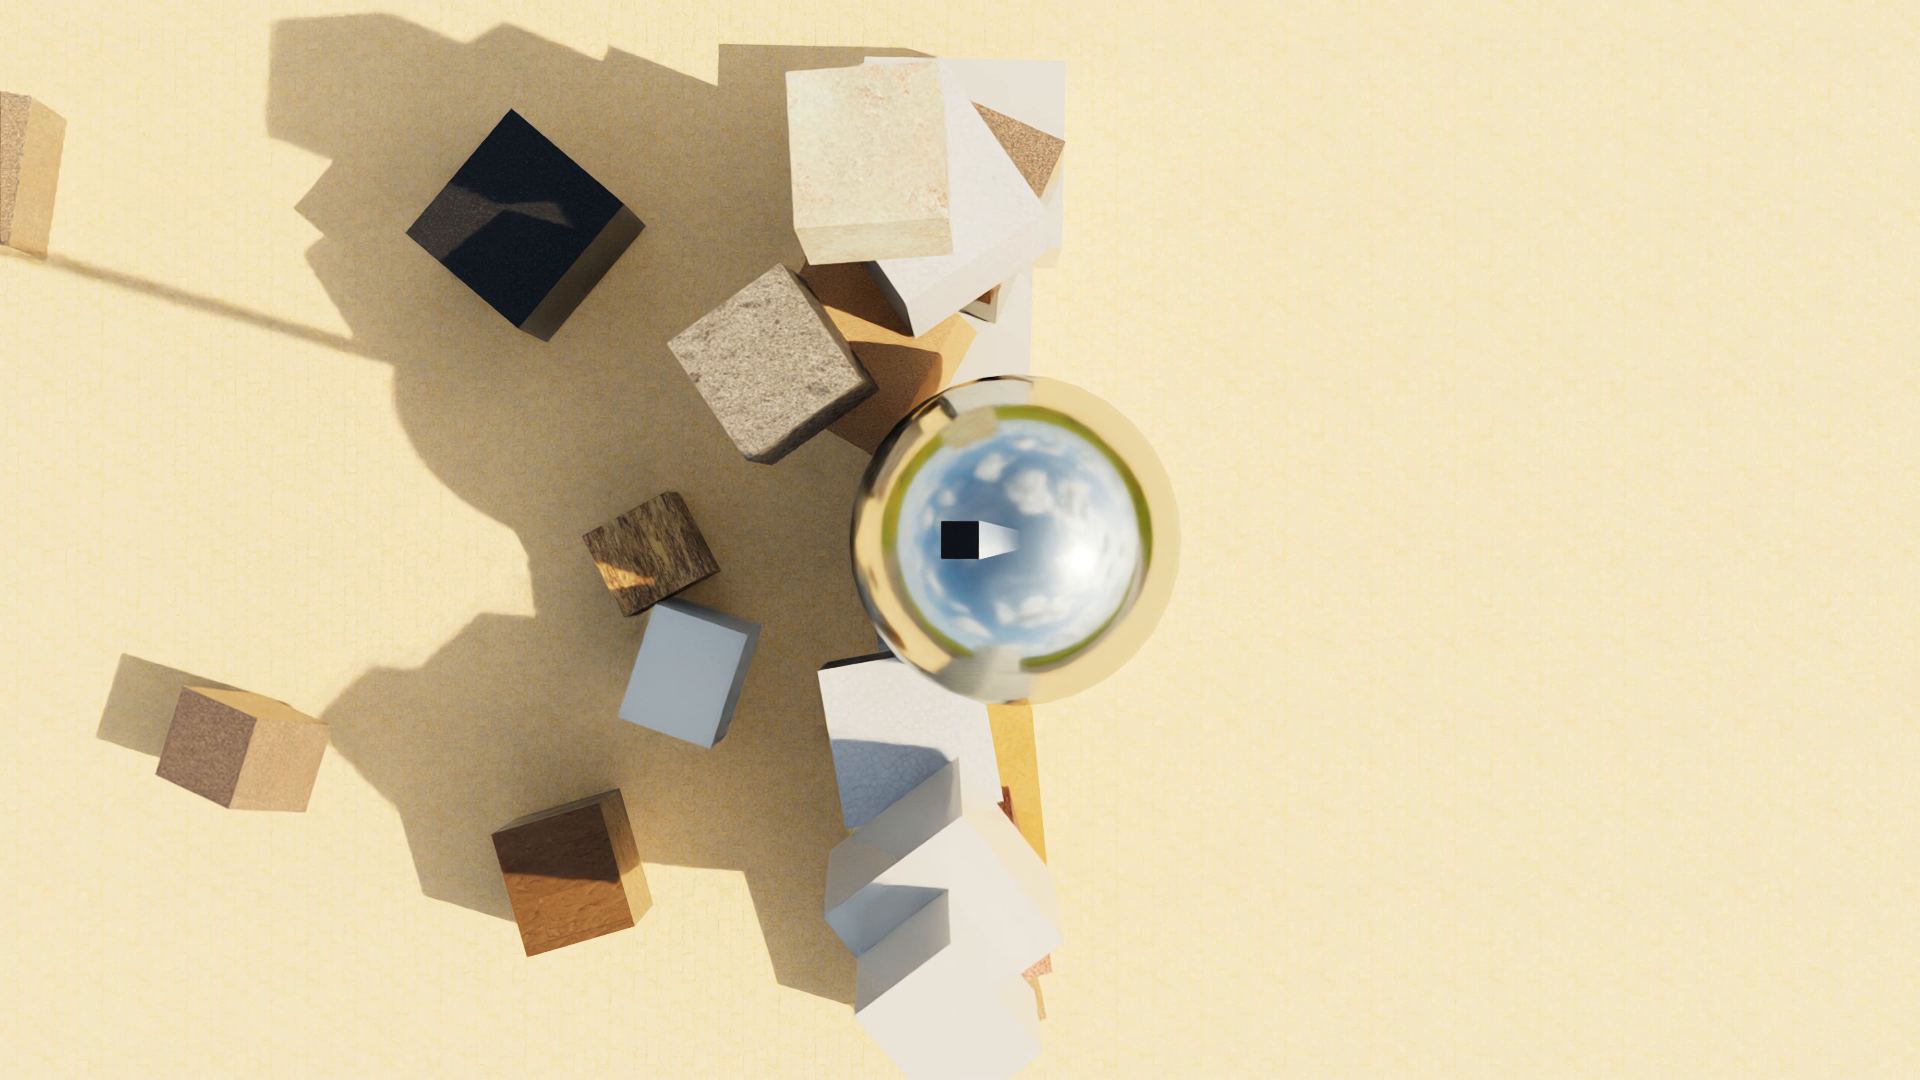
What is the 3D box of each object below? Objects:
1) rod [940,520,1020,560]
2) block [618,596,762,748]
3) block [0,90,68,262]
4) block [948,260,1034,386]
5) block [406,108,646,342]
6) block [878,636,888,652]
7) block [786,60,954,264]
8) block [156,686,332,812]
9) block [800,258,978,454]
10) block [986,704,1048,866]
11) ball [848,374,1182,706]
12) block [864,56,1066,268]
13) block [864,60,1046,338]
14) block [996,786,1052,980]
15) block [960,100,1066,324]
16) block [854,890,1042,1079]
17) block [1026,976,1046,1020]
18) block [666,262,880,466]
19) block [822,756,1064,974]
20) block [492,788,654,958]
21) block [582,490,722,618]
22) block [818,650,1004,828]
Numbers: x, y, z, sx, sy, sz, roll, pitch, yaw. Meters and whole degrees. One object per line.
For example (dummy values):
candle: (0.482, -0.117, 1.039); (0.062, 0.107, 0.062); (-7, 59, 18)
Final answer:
rod: (0.114, 0.000, 7.175); (0.080, 5.200, 0.080); (0, 90, 3)
block: (-1.549, 0.756, 12.680); (0.554, 0.587, 0.680); (19, 93, 2)
block: (-5.612, -2.106, 12.542); (0.690, 0.816, 0.843); (9, 90, -9)
block: (-0.051, -1.138, 12.530); (0.881, 0.941, 0.954); (2, 90, 0)
block: (-2.459, -1.776, 12.571); (0.816, 0.858, 0.905); (40, 90, 0)
block: (-0.002, 0.476, 12.582); (0.906, 0.836, 0.748); (0, 90, 0)
block: (-0.401, -1.712, 10.055); (0.681, 0.654, 0.717); (-4, 83, 2)
block: (-4.097, 1.202, 12.593); (0.615, 0.595, 0.529); (17, 90, 28)
block: (-0.513, -0.971, 11.600); (0.828, 0.916, 0.834); (29, 93, 5)
block: (-0.052, 1.428, 12.527); (0.987, 0.947, 1.017); (-5, 90, 0)
ball: (0.263, 0.000, 10.572); (1.600, 1.600, 1.600); (0, 90, 0)
block: (0.017, -2.136, 12.559); (1.110, 0.881, 1.034); (1, 90, 0)
block: (-0.159, -1.650, 10.762); (0.796, 0.781, 0.898); (-34, 83, -2)
block: (0.030, 1.871, 11.653); (0.706, 0.755, 0.789); (-15, 102, 2)
block: (-0.035, -1.783, 11.631); (0.879, 0.880, 0.852); (24, 85, 2)
block: (-0.057, 2.119, 10.058); (0.545, 0.661, 0.659); (-38, 100, 7)
block: (0.007, 2.405, 12.595); (0.758, 0.811, 0.751); (-17, 90, 0)
block: (-0.907, -0.854, 10.854); (0.674, 0.650, 0.690); (-35, 86, 5)
block: (-0.085, 1.737, 10.775); (0.825, 0.901, 0.795); (-37, 100, 6)
block: (-2.213, 1.897, 12.629); (0.627, 0.742, 0.717); (-16, 90, 0)
block: (-1.778, 0.081, 12.723); (0.549, 0.553, 0.524); (-28, 90, 0)
block: (-0.253, 0.999, 11.629); (0.816, 0.848, 0.819); (-10, 90, 0)
